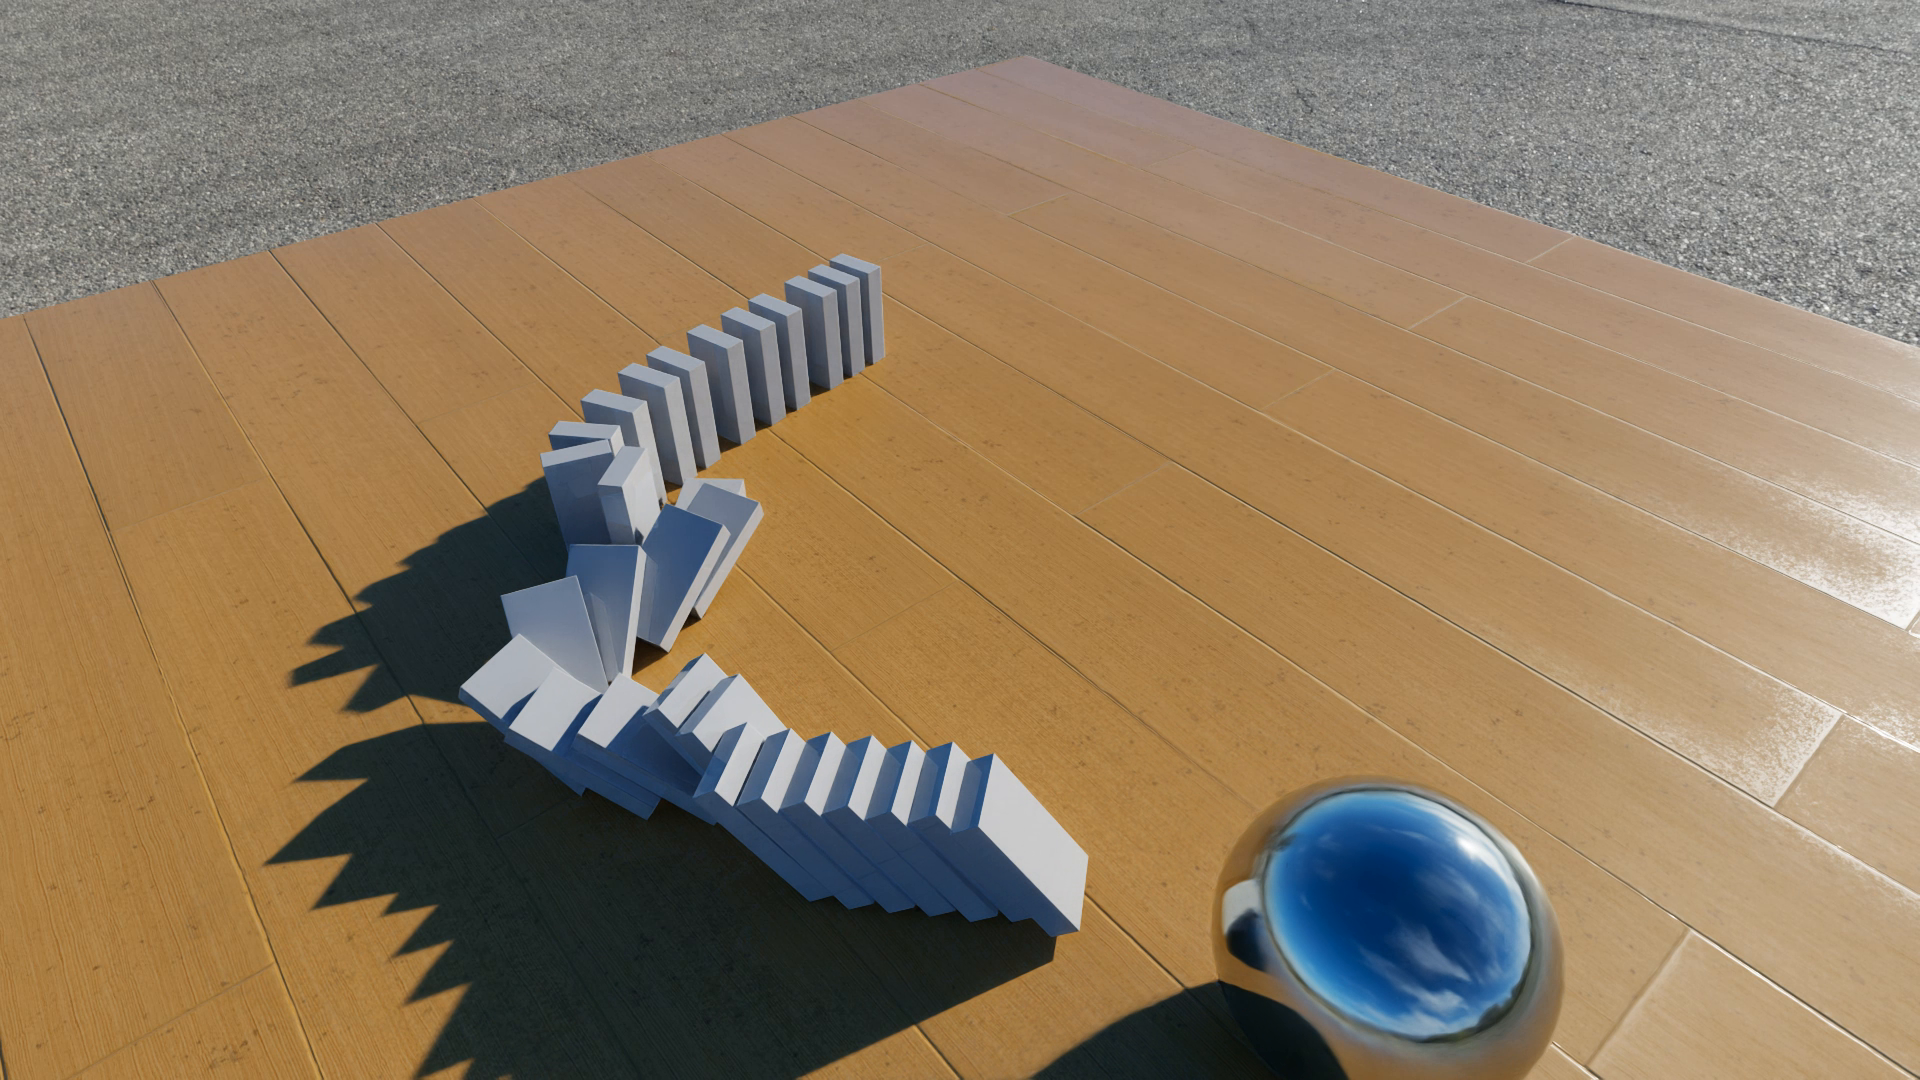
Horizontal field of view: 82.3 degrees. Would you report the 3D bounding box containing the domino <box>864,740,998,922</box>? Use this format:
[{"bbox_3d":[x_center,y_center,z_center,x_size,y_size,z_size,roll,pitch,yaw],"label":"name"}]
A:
[{"bbox_3d":[-0.005,0.083,0.313,0.010,0.050,0.025,-24,29,29],"label":"domino"}]

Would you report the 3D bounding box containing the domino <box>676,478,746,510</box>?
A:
[{"bbox_3d":[-0.105,-0.007,0.451,0.025,0.010,0.050,1,39,1],"label":"domino"}]

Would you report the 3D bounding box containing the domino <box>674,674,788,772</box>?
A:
[{"bbox_3d":[-0.061,0.068,0.332,0.009,0.050,0.025,-21,24,39],"label":"domino"}]

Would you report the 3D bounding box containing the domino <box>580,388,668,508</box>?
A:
[{"bbox_3d":[-0.139,-0.036,0.456,0.025,0.050,0.010,15,42,17],"label":"domino"}]

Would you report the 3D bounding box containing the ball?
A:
[{"bbox_3d":[0.102,0.098,0.268,0.080,0.080,0.080,0,39,0],"label":"ball"}]

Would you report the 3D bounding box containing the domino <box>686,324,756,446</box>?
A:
[{"bbox_3d":[-0.108,-0.070,0.497,0.025,0.050,0.009,25,45,27],"label":"domino"}]

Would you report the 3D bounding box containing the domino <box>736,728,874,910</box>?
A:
[{"bbox_3d":[-0.040,0.080,0.316,0.010,0.050,0.025,-23,29,30],"label":"domino"}]

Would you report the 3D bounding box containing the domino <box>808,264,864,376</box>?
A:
[{"bbox_3d":[-0.061,-0.108,0.543,0.025,0.050,0.010,26,46,29],"label":"domino"}]

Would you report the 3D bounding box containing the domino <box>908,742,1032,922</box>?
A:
[{"bbox_3d":[0.006,0.083,0.313,0.009,0.050,0.025,-24,30,29],"label":"domino"}]

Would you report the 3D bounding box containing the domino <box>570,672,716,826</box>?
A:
[{"bbox_3d":[-0.092,0.065,0.345,0.050,0.010,0.025,32,44,-8],"label":"domino"}]

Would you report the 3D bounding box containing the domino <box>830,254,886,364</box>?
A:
[{"bbox_3d":[-0.051,-0.116,0.553,0.025,0.050,0.009,25,46,28],"label":"domino"}]

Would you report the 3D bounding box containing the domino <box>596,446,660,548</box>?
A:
[{"bbox_3d":[-0.125,-0.008,0.421,0.010,0.050,0.025,5,40,6],"label":"domino"}]

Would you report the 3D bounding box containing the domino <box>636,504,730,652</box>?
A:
[{"bbox_3d":[-0.108,0.014,0.407,0.025,0.009,0.050,20,72,13],"label":"domino"}]

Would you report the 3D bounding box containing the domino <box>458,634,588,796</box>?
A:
[{"bbox_3d":[-0.132,0.056,0.354,0.050,0.010,0.025,39,51,-1],"label":"domino"}]

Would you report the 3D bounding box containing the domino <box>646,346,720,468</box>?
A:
[{"bbox_3d":[-0.121,-0.058,0.482,0.025,0.050,0.010,23,44,25],"label":"domino"}]

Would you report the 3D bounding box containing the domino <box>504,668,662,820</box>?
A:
[{"bbox_3d":[-0.113,0.064,0.346,0.050,0.010,0.025,32,45,-8],"label":"domino"}]

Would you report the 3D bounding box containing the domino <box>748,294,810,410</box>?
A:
[{"bbox_3d":[-0.085,-0.089,0.520,0.025,0.050,0.009,26,46,28],"label":"domino"}]

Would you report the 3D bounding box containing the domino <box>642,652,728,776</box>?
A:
[{"bbox_3d":[-0.071,0.062,0.341,0.009,0.050,0.025,-27,20,41],"label":"domino"}]

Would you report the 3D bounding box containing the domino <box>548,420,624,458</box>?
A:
[{"bbox_3d":[-0.145,-0.023,0.440,0.025,0.050,0.009,5,40,6],"label":"domino"}]

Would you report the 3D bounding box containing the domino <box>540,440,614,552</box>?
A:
[{"bbox_3d":[-0.144,-0.013,0.428,0.025,0.050,0.009,-15,42,-18],"label":"domino"}]

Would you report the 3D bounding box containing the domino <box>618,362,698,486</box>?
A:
[{"bbox_3d":[-0.129,-0.049,0.471,0.025,0.050,0.009,19,43,22],"label":"domino"}]

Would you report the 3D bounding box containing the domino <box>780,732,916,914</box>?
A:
[{"bbox_3d":[-0.029,0.081,0.315,0.009,0.050,0.025,-24,29,30],"label":"domino"}]

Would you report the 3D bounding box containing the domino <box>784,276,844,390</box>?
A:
[{"bbox_3d":[-0.071,-0.100,0.534,0.025,0.050,0.010,27,46,29],"label":"domino"}]

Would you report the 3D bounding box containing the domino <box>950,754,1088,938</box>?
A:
[{"bbox_3d":[0.018,0.086,0.309,0.010,0.050,0.025,-24,29,29],"label":"domino"}]

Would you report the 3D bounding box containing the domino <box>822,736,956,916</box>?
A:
[{"bbox_3d":[-0.017,0.082,0.314,0.010,0.050,0.025,-24,29,30],"label":"domino"}]

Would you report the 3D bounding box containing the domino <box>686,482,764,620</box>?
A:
[{"bbox_3d":[-0.099,0.004,0.424,0.025,0.009,0.050,20,62,13],"label":"domino"}]

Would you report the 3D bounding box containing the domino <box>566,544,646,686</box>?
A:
[{"bbox_3d":[-0.128,0.027,0.392,0.025,0.010,0.050,1,69,1],"label":"domino"}]

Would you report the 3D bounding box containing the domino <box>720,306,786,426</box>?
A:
[{"bbox_3d":[-0.095,-0.080,0.509,0.025,0.050,0.009,26,46,28],"label":"domino"}]

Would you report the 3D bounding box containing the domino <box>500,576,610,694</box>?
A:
[{"bbox_3d":[-0.135,0.040,0.372,0.025,0.009,0.050,-16,80,-18],"label":"domino"}]

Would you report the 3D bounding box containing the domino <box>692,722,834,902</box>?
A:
[{"bbox_3d":[-0.052,0.079,0.319,0.010,0.050,0.025,-25,28,31],"label":"domino"}]
